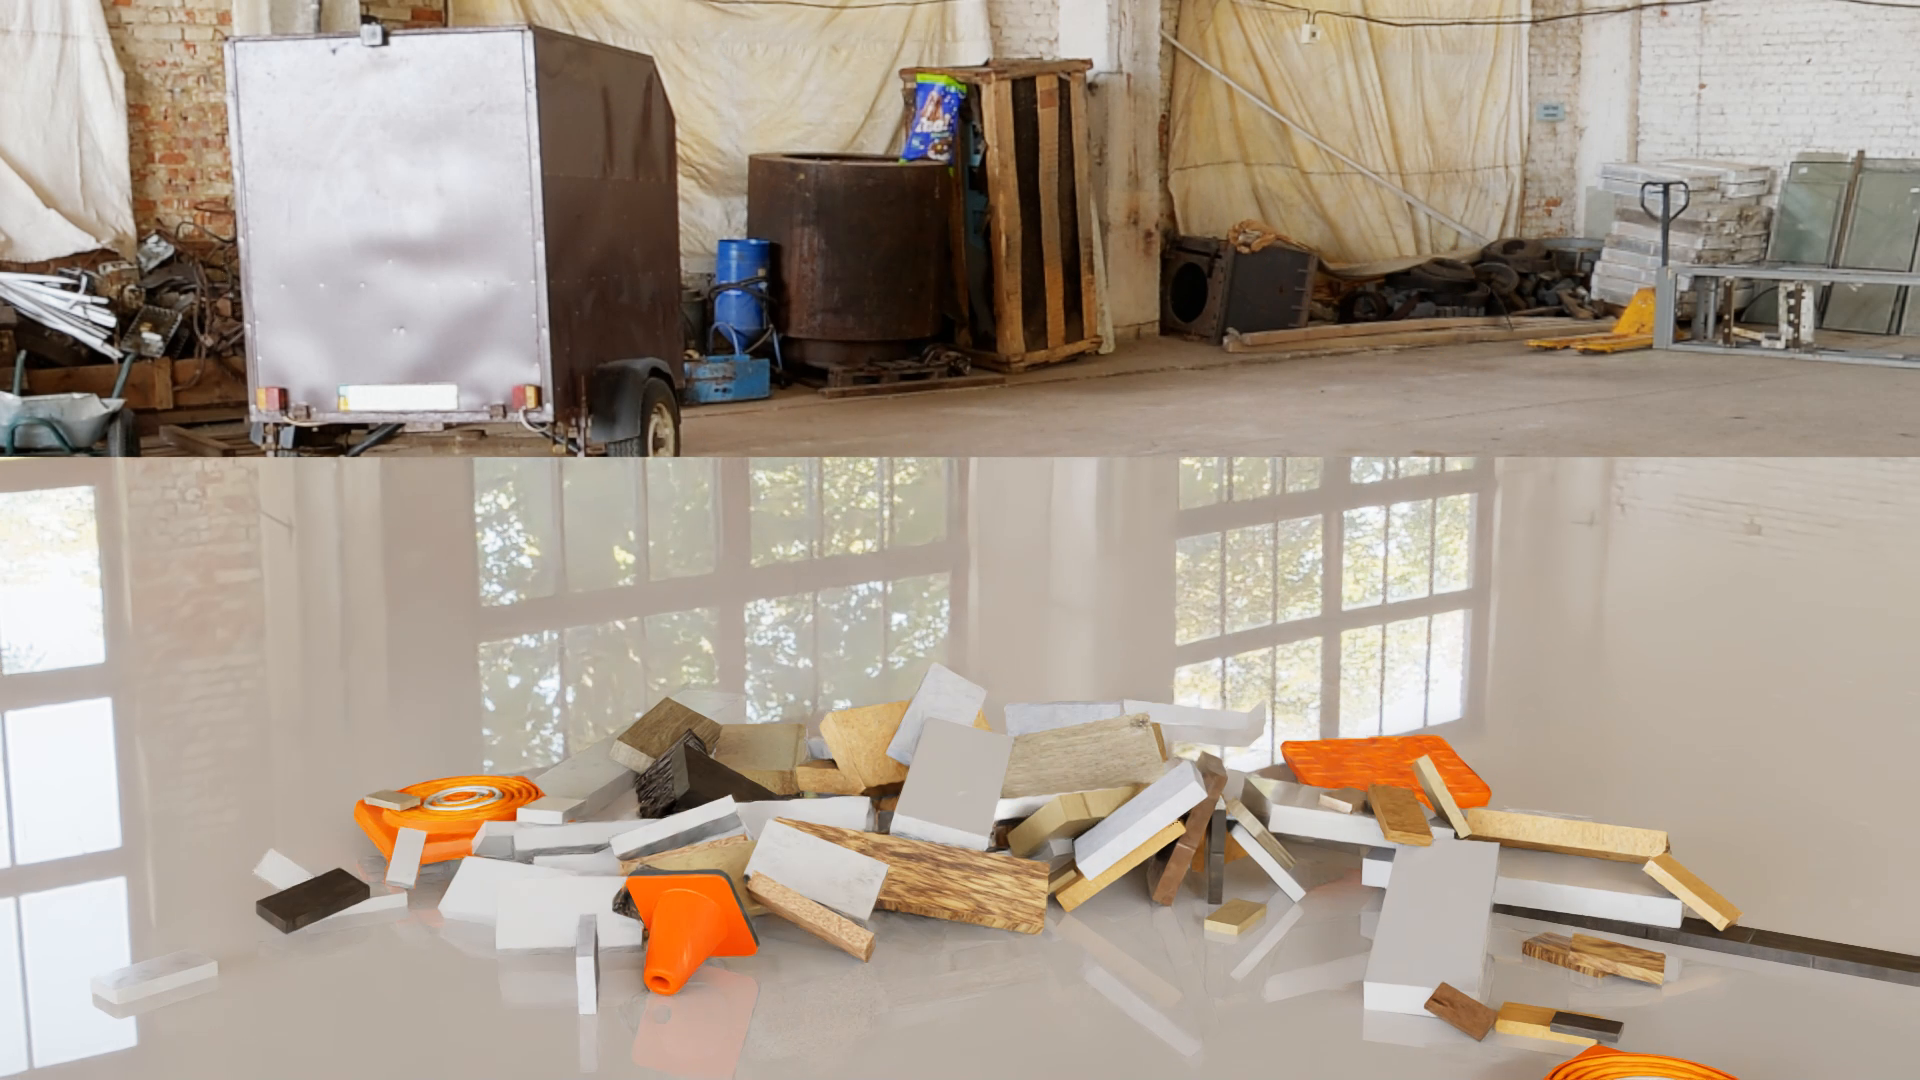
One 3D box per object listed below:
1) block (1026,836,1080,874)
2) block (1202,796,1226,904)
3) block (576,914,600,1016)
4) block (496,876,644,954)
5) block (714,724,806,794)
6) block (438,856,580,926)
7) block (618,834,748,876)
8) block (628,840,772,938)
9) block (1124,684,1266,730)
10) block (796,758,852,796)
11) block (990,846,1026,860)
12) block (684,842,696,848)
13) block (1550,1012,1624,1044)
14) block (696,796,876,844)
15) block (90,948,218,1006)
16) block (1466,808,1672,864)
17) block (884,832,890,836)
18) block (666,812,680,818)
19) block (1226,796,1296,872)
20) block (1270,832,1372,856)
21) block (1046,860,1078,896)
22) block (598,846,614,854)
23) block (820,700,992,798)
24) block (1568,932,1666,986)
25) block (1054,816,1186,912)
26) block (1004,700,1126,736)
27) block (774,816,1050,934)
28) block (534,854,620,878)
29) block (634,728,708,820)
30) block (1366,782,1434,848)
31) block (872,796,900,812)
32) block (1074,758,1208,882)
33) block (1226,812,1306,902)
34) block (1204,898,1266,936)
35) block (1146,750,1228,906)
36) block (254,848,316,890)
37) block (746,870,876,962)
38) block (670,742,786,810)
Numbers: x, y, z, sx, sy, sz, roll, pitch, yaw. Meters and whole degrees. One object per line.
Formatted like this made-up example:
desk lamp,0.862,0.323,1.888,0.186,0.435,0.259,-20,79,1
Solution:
block,0.209,0.531,3.740,0.189,0.027,0.095,-3,-28,-34
block,0.422,0.512,3.643,0.023,0.162,0.081,2,11,0
block,-0.548,0.624,3.241,0.025,0.088,0.176,-3,11,-8
block,-0.603,0.582,3.415,0.223,0.112,0.032,-1,-27,-4
block,-0.384,0.418,4.216,0.163,0.046,0.327,0,11,-2
block,-0.724,0.571,3.537,0.208,0.029,0.104,4,48,22
block,-0.435,0.546,3.525,0.208,0.104,0.029,-12,-28,-4
block,-0.406,0.552,3.483,0.223,0.112,0.032,-11,-28,-5
block,0.510,0.363,4.781,0.278,0.039,0.139,4,11,23
block,-0.128,0.407,4.063,0.317,0.045,0.158,-13,6,-40
block,0.085,0.541,3.771,0.189,0.027,0.095,-8,-8,-36
block,-0.497,0.550,3.667,0.146,0.021,0.073,-24,11,-5
block,0.872,0.677,3.058,0.092,0.013,0.046,5,12,26
block,-0.289,0.496,3.592,0.286,0.041,0.143,-4,50,13
block,-1.202,0.651,3.281,0.080,0.023,0.159,9,14,41
block,1.026,0.518,3.703,0.320,0.045,0.160,5,-23,23
block,-0.172,0.537,3.633,0.286,0.041,0.143,-12,12,9
block,-0.442,0.512,3.901,0.154,0.022,0.077,-7,39,-8
block,0.498,0.486,3.635,0.081,0.023,0.162,47,1,39
block,0.654,0.524,3.950,0.187,0.027,0.094,8,13,35
block,0.152,0.564,3.627,0.092,0.013,0.046,-35,9,10
block,-0.586,0.549,3.632,0.146,0.021,0.073,-26,45,-23
block,-0.082,0.369,3.977,0.319,0.045,0.159,-6,56,-37
block,0.988,0.629,3.307,0.137,0.019,0.068,12,18,17
block,0.261,0.514,3.621,0.237,0.034,0.118,-35,8,6
block,0.205,0.370,4.226,0.230,0.115,0.033,-3,8,20
block,-0.084,0.532,3.488,0.445,0.032,0.112,10,54,-3
block,-0.592,0.561,3.579,0.208,0.029,0.104,-3,43,-1
block,-0.526,0.451,4.067,0.145,0.041,0.291,-44,16,-1
block,0.724,0.453,3.625,0.074,0.021,0.149,9,24,-7
block,-0.118,0.477,3.941,0.239,0.034,0.119,-14,-6,9
block,0.292,0.453,3.574,0.237,0.034,0.118,-37,9,8
block,0.502,0.526,3.646,0.023,0.162,0.081,-43,13,2
block,0.443,0.606,3.538,0.058,0.016,0.115,6,12,31
block,0.375,0.477,3.645,0.034,0.237,0.118,22,10,-4
block,-1.111,0.553,3.626,0.091,0.045,0.013,34,-21,-3
block,-0.226,0.572,3.338,0.204,0.029,0.102,27,-18,10
block,-0.383,0.456,3.801,0.254,0.036,0.127,33,19,-28
